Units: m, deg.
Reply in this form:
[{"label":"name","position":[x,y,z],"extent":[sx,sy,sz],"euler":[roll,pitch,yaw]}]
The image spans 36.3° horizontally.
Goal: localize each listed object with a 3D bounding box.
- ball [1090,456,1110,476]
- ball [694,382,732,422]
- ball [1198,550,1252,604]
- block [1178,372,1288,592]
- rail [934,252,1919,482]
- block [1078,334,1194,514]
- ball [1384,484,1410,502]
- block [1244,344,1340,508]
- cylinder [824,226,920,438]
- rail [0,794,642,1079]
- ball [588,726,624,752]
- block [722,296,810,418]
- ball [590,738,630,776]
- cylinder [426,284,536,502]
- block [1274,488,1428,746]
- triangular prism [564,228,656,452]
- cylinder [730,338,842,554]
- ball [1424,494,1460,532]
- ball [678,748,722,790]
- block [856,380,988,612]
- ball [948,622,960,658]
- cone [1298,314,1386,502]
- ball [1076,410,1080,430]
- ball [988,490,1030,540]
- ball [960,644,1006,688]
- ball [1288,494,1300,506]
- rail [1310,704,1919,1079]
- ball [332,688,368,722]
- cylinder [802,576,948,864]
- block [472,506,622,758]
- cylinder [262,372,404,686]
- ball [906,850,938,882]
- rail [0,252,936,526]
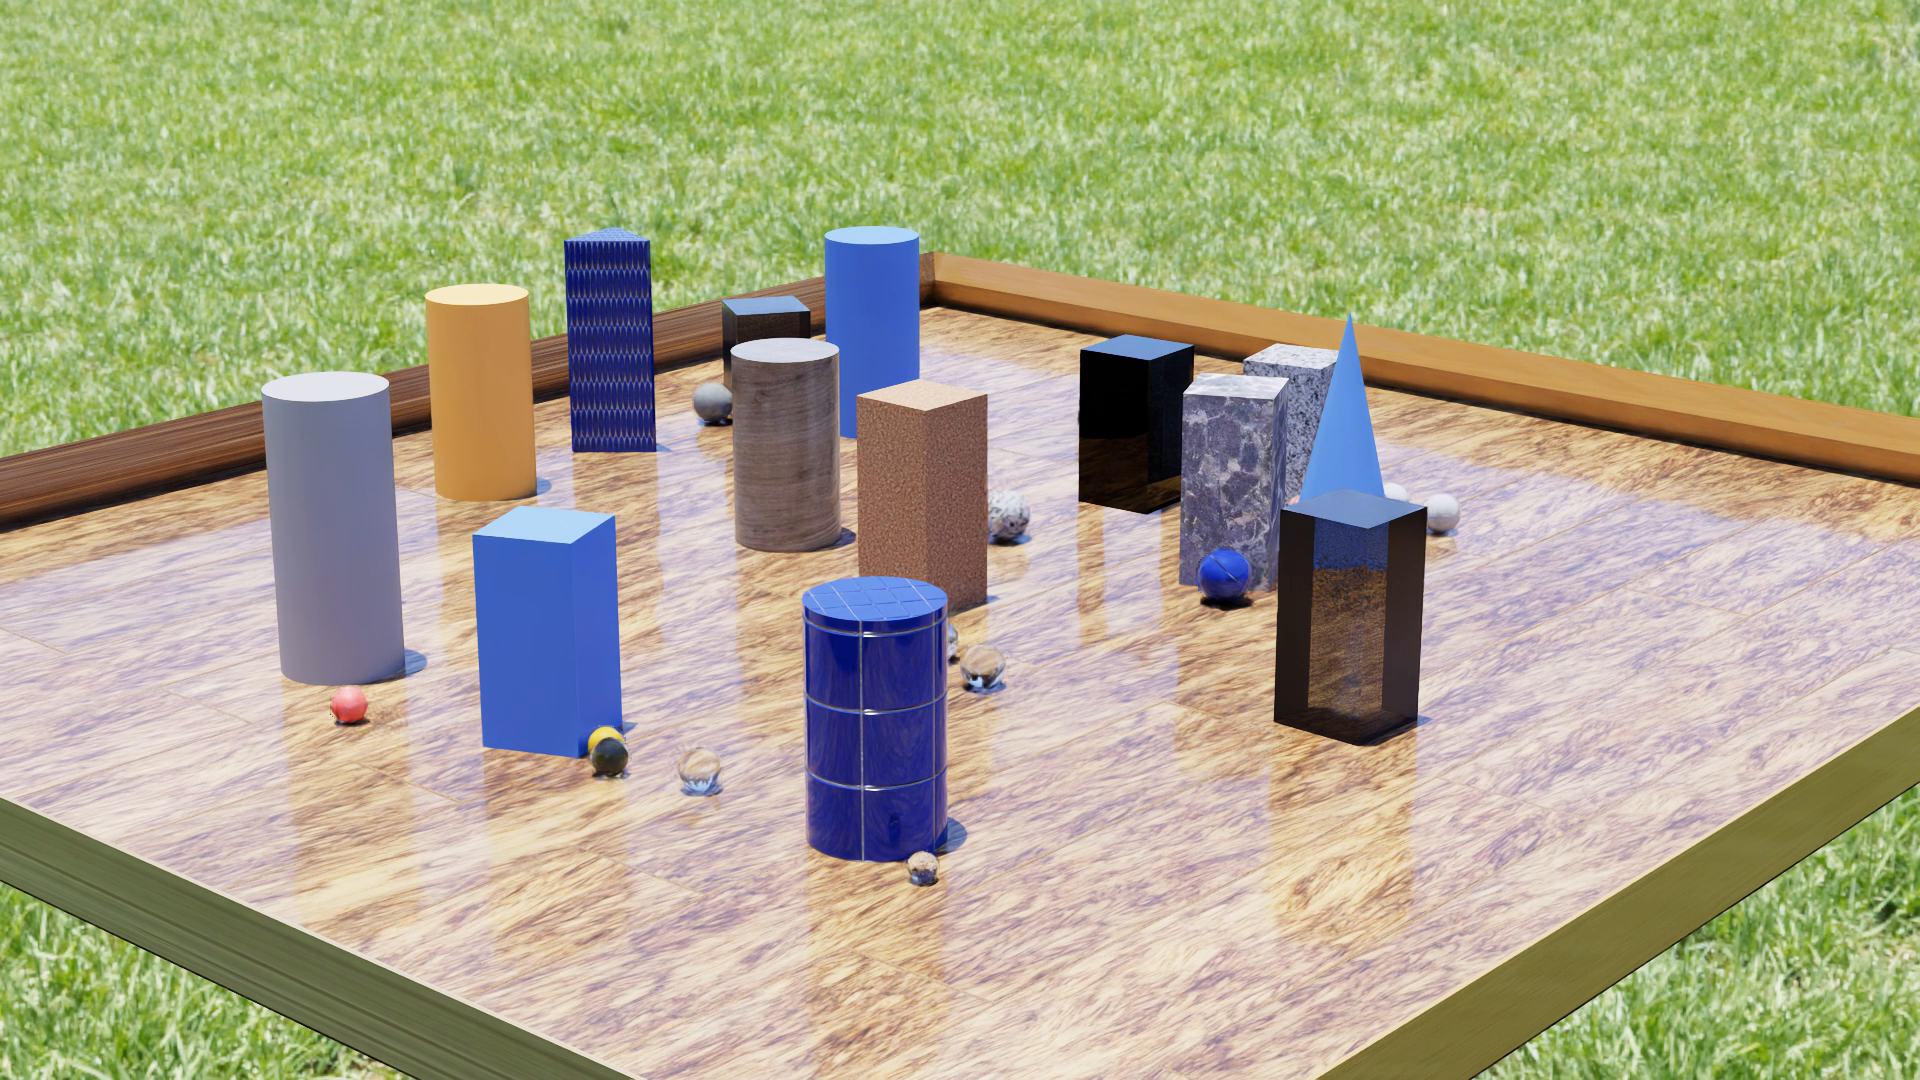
[{"label":"ball","position":[0.281,-0.148,5.875],"extent":[0.042,0.042,0.042],"euler":[0,17,0]},{"label":"ball","position":[-0.528,-0.295,6.284],"extent":[0.085,0.085,0.085],"euler":[0,17,0]},{"label":"ball","position":[0.460,0.063,5.083],"extent":[0.094,0.094,0.094],"euler":[0,17,0]},{"label":"block","position":[0.485,-0.104,5.194],"extent":[0.159,0.348,0.159],"euler":[5,17,15]},{"label":"rail","position":[1.161,-0.353,6.400],"extent":[3.293,0.129,0.045],"euler":[14,22,39]},{"label":"block","position":[0.341,-0.225,5.676],"extent":[0.159,0.303,0.159],"euler":[12,21,35]},{"label":"ball","position":[0.820,-0.073,5.577],"extent":[0.069,0.069,0.069],"euler":[0,17,0]},{"label":"block","position":[0.647,-0.211,5.646],"extent":[0.159,0.293,0.159],"euler":[9,19,28]},{"label":"cylinder","position":[-0.184,-0.438,6.188],"extent":[0.198,0.416,0.198],"euler":[0,17,0]},{"label":"rail","position":[-1.161,0.418,3.839],"extent":[3.293,0.129,0.045],"euler":[14,22,39]},{"label":"ball","position":[-0.526,0.304,4.352],"extent":[0.054,0.054,0.054],"euler":[0,17,0]},{"label":"block","position":[-0.416,-0.385,6.310],"extent":[0.159,0.244,0.159],"euler":[-5,17,-15]},{"label":"ball","position":[-0.514,0.318,4.300],"extent":[0.057,0.057,0.057],"euler":[0,17,0]},{"label":"cylinder","position":[-0.936,-0.290,5.740],"extent":[0.198,0.390,0.198],"euler":[0,17,0]},{"label":"block","position":[0.595,0.115,4.478],"extent":[0.159,0.343,0.159],"euler":[15,22,40]},{"label":"triangular prism","position":[-0.715,-0.415,6.065],"extent":[0.172,0.442,0.149],"euler":[0,17,0]},{"label":"cylinder","position":[-0.320,-0.176,5.416],"extent":[0.198,0.359,0.198],"euler":[0,17,0]},{"label":"ball","position":[0.901,-0.050,5.494],"extent":[0.073,0.073,0.073],"euler":[0,17,0]},{"label":"ball","position":[-0.377,0.332,4.244],"extent":[0.063,0.063,0.063],"euler":[0,17,0]},{"label":"block","position":[-0.064,-0.072,5.053],"extent":[0.159,0.369,0.159],"euler":[14,22,39]},{"label":"ball","position":[-0.035,0.164,4.790],"extent":[0.069,0.069,0.069],"euler":[0,17,0]},{"label":"cone","position":[0.704,-0.202,5.356],"extent":[0.198,0.443,0.198],"euler":[0,17,0]},{"label":"ball","position":[0.293,-0.249,6.109],"extent":[0.099,0.099,0.099],"euler":[0,17,0]},{"label":"ball","position":[0.083,-0.047,5.446],"extent":[0.094,0.094,0.094],"euler":[0,17,0]},{"label":"ball","position":[0.036,0.200,4.667],"extent":[0.071,0.071,0.071],"euler":[0,17,0]},{"label":"ball","position":[0.650,-0.056,5.524],"extent":[0.066,0.066,0.066],"euler":[0,17,0]},{"label":"rail","position":[1.226,0.339,4.101],"extent":[0.045,0.129,3.589],"euler":[14,22,39]},{"label":"ball","position":[-0.940,0.254,4.516],"extent":[0.055,0.055,0.055],"euler":[0,17,0]},{"label":"cylinder","position":[-0.116,0.245,4.038],"extent":[0.198,0.347,0.198],"euler":[0,17,0]},{"label":"block","position":[-0.620,0.137,4.420],"extent":[0.159,0.335,0.159],"euler":[5,18,17]},{"label":"cylinder","position":[-1.004,-0.019,4.707],"extent":[0.198,0.468,0.198],"euler":[0,17,0]},{"label":"ball","position":[-0.050,0.437,3.929],"extent":[0.042,0.042,0.042],"euler":[0,17,0]},{"label":"rail","position":[-1.226,-0.275,6.139],"extent":[0.045,0.129,3.589],"euler":[14,22,39]}]
